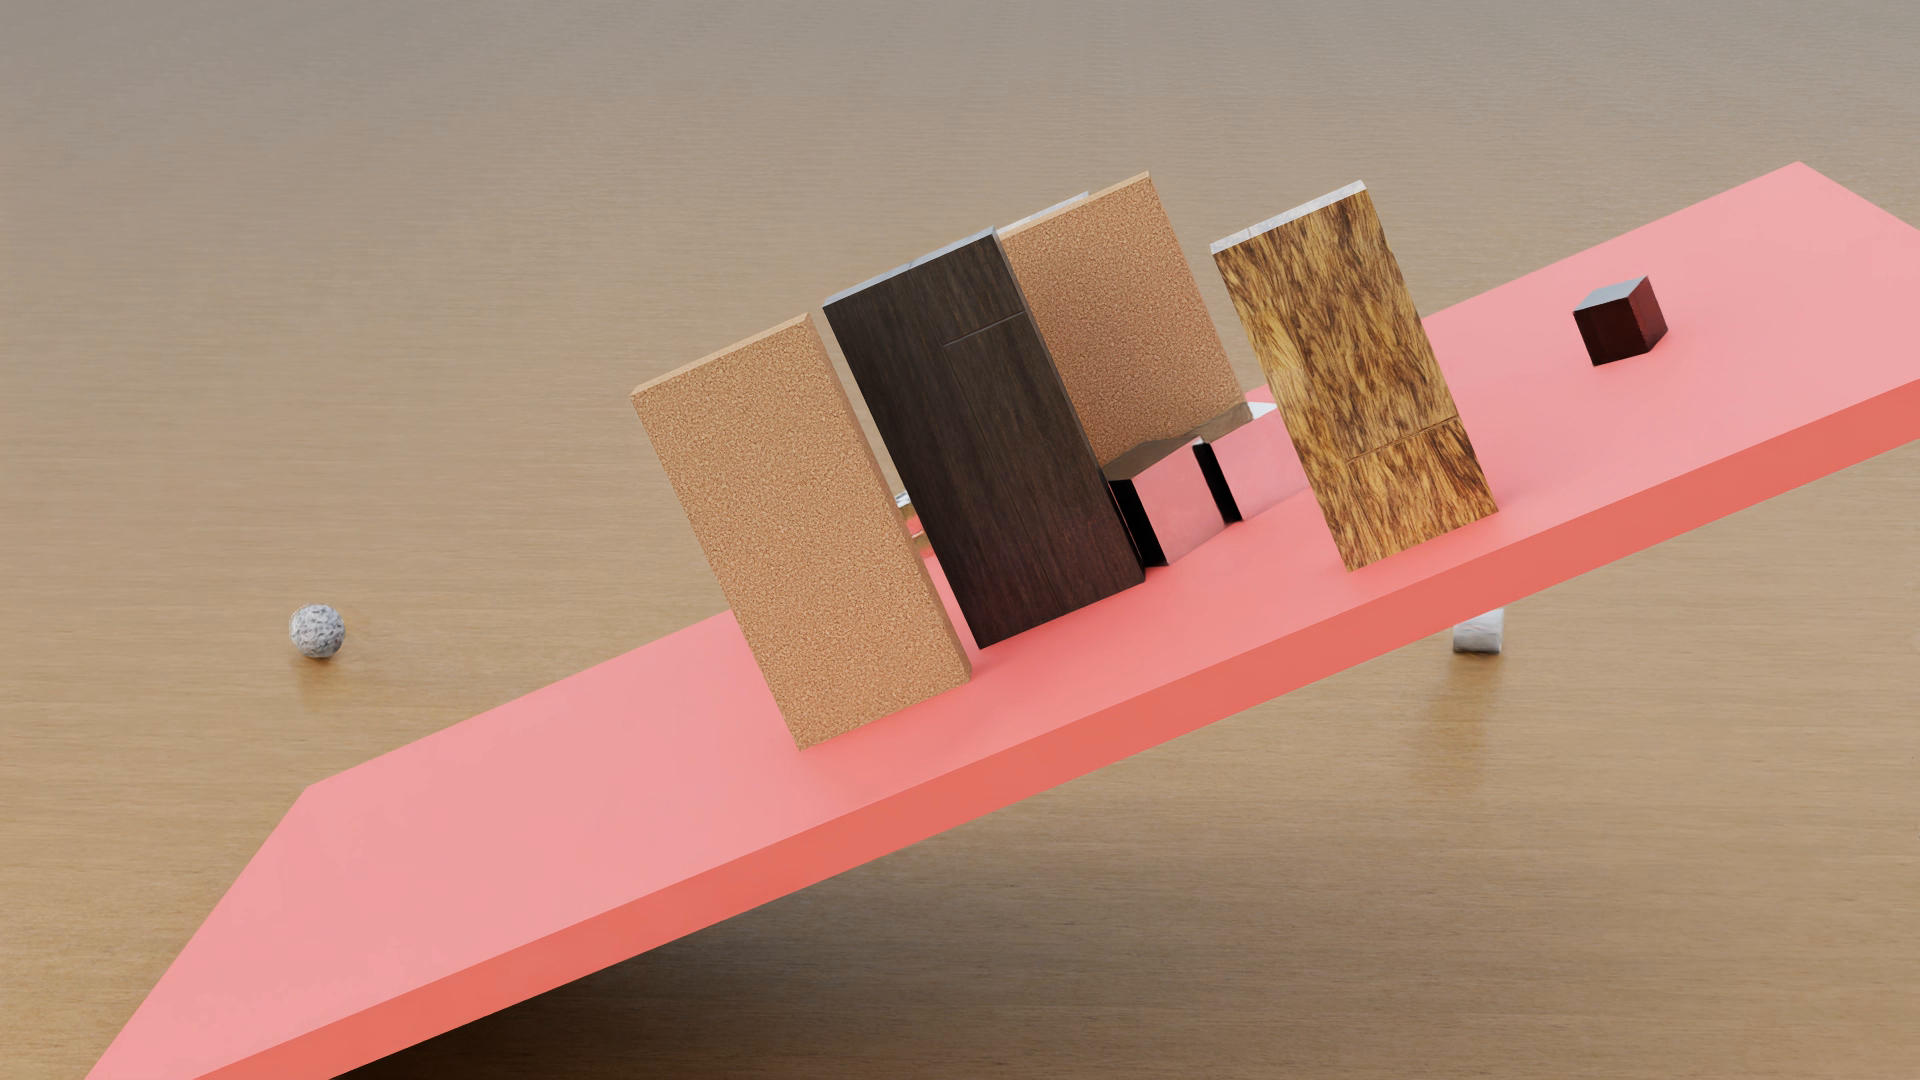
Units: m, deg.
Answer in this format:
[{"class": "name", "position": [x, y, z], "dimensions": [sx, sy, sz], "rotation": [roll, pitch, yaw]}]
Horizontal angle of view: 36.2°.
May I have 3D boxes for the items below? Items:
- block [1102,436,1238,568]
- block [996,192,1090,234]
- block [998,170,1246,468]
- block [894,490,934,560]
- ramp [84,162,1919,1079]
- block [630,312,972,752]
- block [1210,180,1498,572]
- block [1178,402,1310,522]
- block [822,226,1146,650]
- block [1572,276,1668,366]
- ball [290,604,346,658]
[{"class": "block", "position": [0.406, -0.077, 6.096], "dimensions": [0.199, 0.199, 0.199], "rotation": [-32, 15, -30]}, {"class": "block", "position": [0.259, -0.391, 6.549], "dimensions": [0.349, 0.677, 0.121], "rotation": [-23, 13, 8]}, {"class": "block", "position": [0.359, -0.382, 6.268], "dimensions": [0.392, 0.703, 0.094], "rotation": [-23, 13, 8]}, {"class": "block", "position": [-0.092, -0.046, 7.033], "dimensions": [0.138, 0.138, 0.138], "rotation": [-30, 14, -21]}, {"class": "ramp", "position": [0.131, 0.170, 6.285], "dimensions": [4.000, 0.100, 2.000], "rotation": [-23, 13, 8]}, {"class": "block", "position": [-0.308, -0.012, 5.805], "dimensions": [0.373, 0.789, 0.097], "rotation": [-23, 13, 8]}, {"class": "block", "position": [0.722, -0.297, 5.382], "dimensions": [0.296, 0.646, 0.116], "rotation": [-23, 13, 8]}, {"class": "block", "position": [0.594, -0.165, 6.141], "dimensions": [0.182, 0.182, 0.182], "rotation": [-28, 13, -16]}, {"class": "block", "position": [0.054, -0.203, 5.945], "dimensions": [0.368, 0.773, 0.107], "rotation": [-23, 13, 8]}, {"class": "block", "position": [1.351, -0.448, 6.017], "dimensions": [0.125, 0.125, 0.125], "rotation": [-15, 16, 38]}, {"class": "ball", "position": [-1.941, 0.277, 8.892], "dimensions": [0.162, 0.162, 0.162], "rotation": [0, 15, 0]}]
